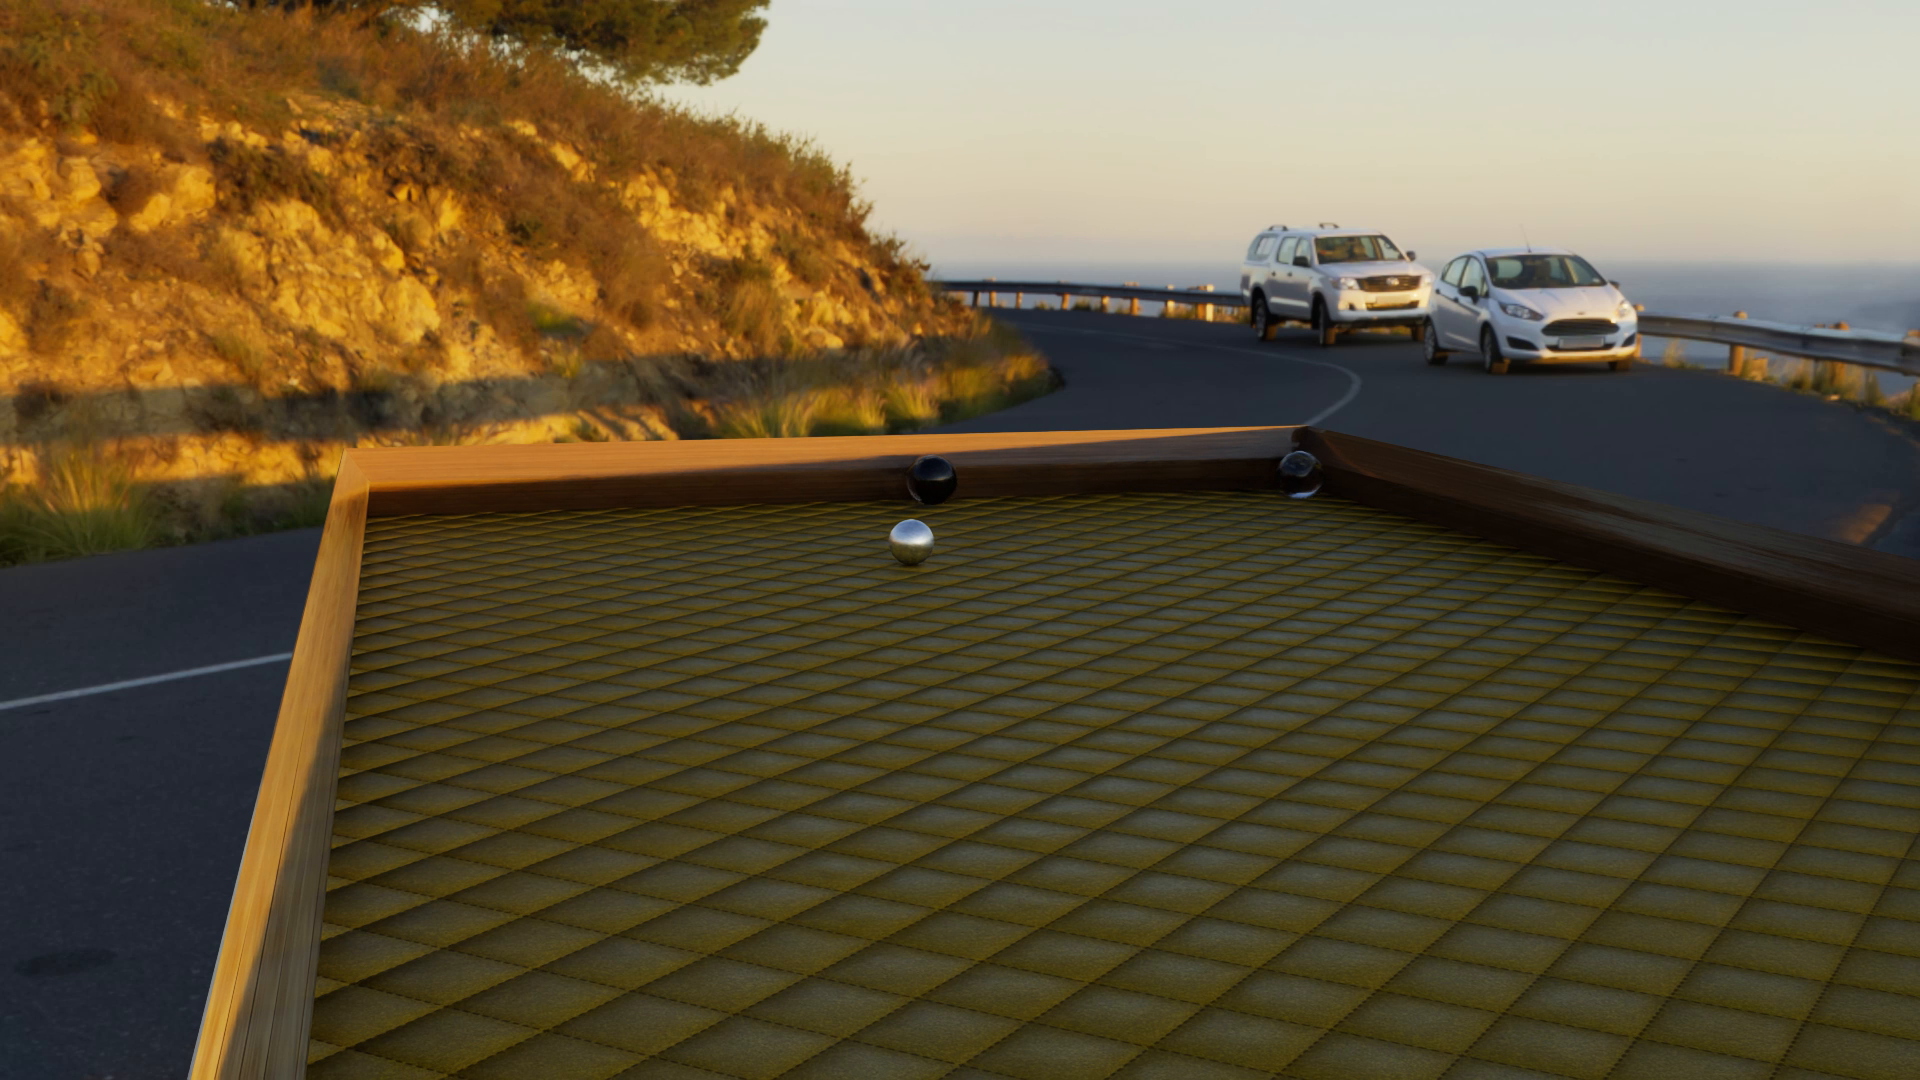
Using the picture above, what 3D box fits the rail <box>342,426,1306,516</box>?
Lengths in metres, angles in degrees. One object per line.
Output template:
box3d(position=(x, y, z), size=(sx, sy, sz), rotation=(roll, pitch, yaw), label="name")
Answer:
box3d(position=(-0.203, -0.134, 4.199), size=(1.877, 0.123, 0.045), rotation=(-2, 8, -14), label="rail")

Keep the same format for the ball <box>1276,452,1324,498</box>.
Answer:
box3d(position=(0.658, -0.126, 4.257), size=(0.093, 0.093, 0.093), rotation=(0, 8, 0), label="ball")

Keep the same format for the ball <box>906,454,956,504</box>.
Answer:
box3d(position=(-0.054, -0.114, 4.167), size=(0.095, 0.095, 0.095), rotation=(0, 8, 0), label="ball")

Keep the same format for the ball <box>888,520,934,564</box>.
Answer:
box3d(position=(-0.076, 0.003, 3.427), size=(0.071, 0.071, 0.071), rotation=(0, 8, 0), label="ball")

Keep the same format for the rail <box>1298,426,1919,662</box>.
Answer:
box3d(position=(1.096, 0.064, 2.812), size=(0.045, 0.123, 3.401), rotation=(-2, 8, -14), label="rail")

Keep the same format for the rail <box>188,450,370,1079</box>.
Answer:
box3d(position=(-0.679, 0.127, 2.367), size=(0.045, 0.123, 3.401), rotation=(-2, 8, -14), label="rail")
